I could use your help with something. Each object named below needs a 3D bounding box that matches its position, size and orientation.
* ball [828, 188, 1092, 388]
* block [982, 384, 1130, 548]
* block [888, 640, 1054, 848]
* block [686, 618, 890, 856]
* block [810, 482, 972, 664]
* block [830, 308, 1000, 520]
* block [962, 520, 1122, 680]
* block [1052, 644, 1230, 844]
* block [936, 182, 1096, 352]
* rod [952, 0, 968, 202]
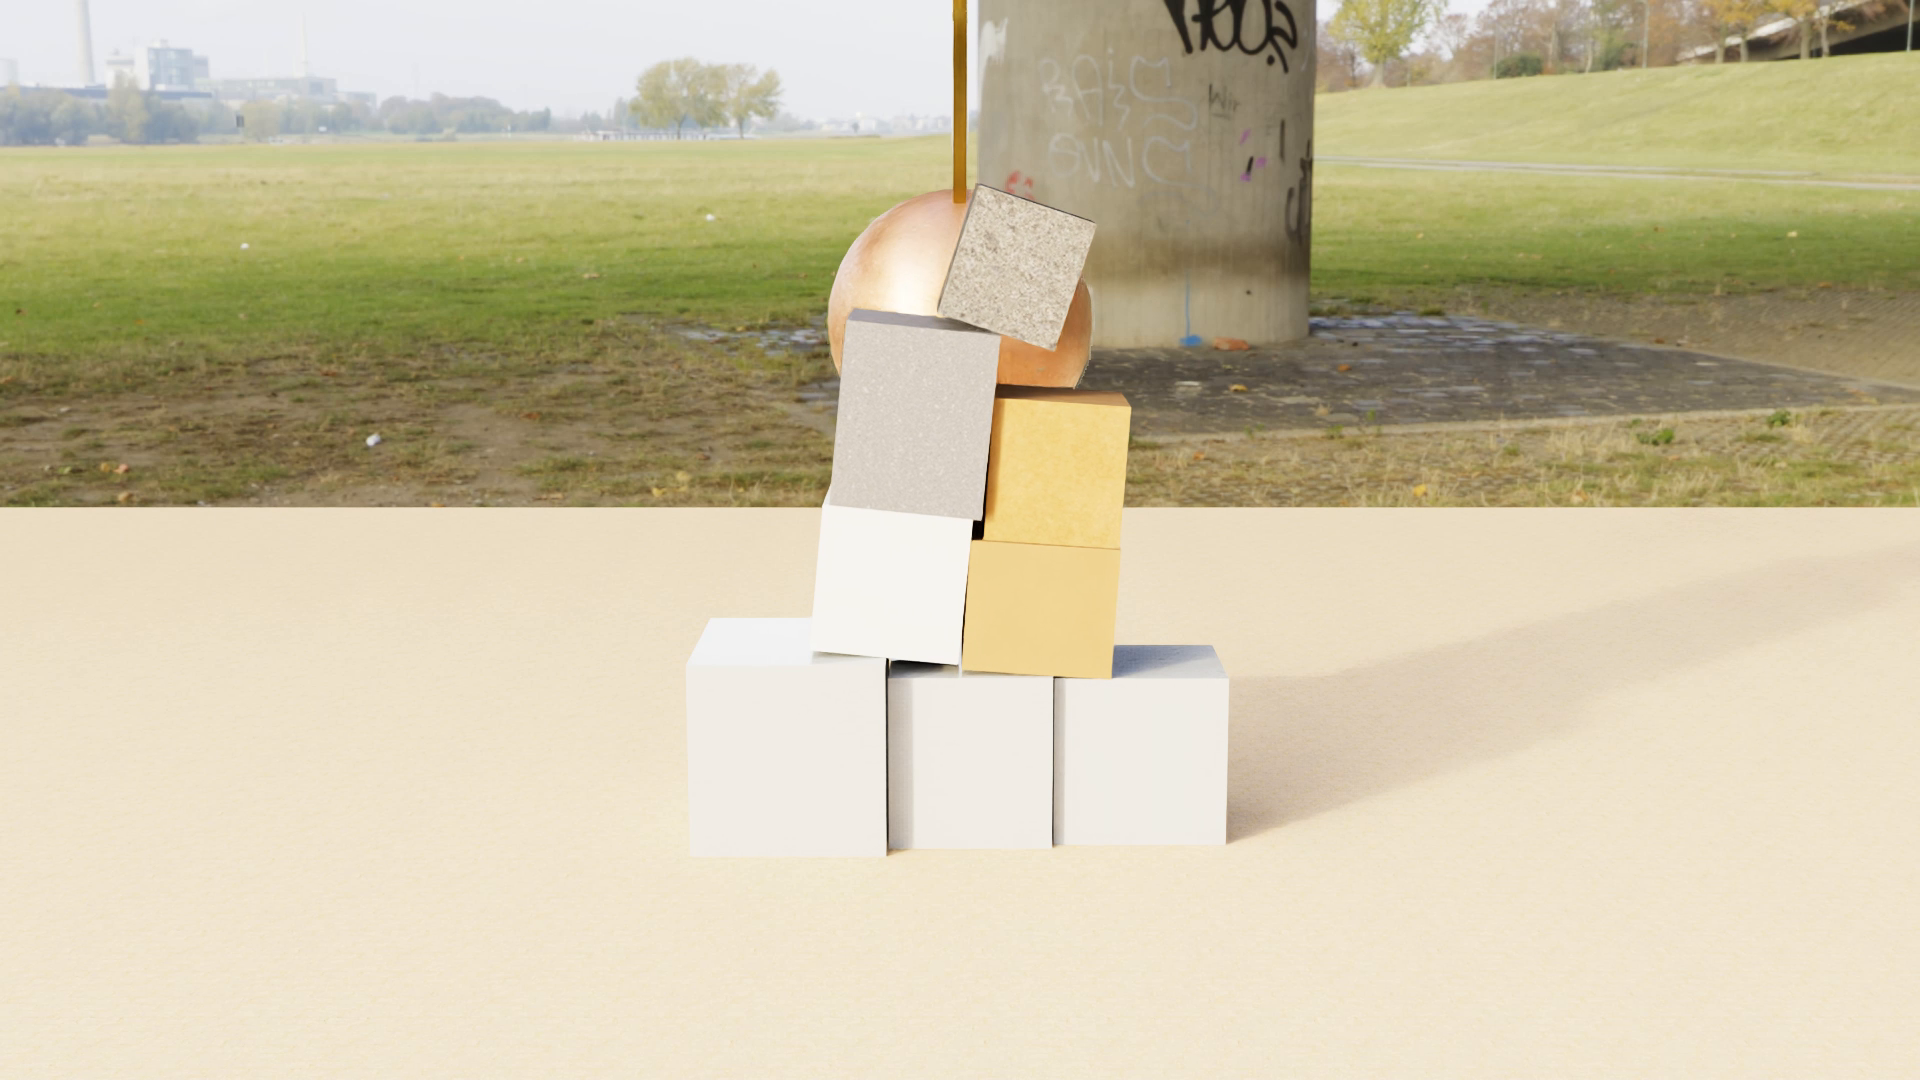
[{"bbox_3d":[0.000,-1.312,13.274,1.600,1.600,1.600,0,10,0],"label":"ball"},{"bbox_3d":[0.476,-0.384,11.116,0.671,0.704,0.663,4,10,-1],"label":"block"},{"bbox_3d":[0.052,1.044,11.365,0.817,0.880,0.824,0,10,0],"label":"block"},{"bbox_3d":[-0.853,0.995,11.366,0.974,0.975,1.087,0,10,0],"label":"block"},{"bbox_3d":[-0.341,0.156,11.201,0.739,0.736,0.736,6,10,-1],"label":"block"},{"bbox_3d":[-0.222,-0.647,11.068,0.748,0.909,0.777,6,10,-1],"label":"block"},{"bbox_3d":[0.401,0.282,11.227,0.743,0.654,0.734,4,10,-1],"label":"block"},{"bbox_3d":[0.906,1.048,11.389,0.869,0.863,0.746,0,10,0],"label":"block"},{"bbox_3d":[0.271,-1.368,10.946,0.600,0.647,0.609,18,10,-4],"label":"block"},{"bbox_3d":[0.000,-4.170,11.433,0.080,5.200,0.080,0,33,0],"label":"rod"}]
